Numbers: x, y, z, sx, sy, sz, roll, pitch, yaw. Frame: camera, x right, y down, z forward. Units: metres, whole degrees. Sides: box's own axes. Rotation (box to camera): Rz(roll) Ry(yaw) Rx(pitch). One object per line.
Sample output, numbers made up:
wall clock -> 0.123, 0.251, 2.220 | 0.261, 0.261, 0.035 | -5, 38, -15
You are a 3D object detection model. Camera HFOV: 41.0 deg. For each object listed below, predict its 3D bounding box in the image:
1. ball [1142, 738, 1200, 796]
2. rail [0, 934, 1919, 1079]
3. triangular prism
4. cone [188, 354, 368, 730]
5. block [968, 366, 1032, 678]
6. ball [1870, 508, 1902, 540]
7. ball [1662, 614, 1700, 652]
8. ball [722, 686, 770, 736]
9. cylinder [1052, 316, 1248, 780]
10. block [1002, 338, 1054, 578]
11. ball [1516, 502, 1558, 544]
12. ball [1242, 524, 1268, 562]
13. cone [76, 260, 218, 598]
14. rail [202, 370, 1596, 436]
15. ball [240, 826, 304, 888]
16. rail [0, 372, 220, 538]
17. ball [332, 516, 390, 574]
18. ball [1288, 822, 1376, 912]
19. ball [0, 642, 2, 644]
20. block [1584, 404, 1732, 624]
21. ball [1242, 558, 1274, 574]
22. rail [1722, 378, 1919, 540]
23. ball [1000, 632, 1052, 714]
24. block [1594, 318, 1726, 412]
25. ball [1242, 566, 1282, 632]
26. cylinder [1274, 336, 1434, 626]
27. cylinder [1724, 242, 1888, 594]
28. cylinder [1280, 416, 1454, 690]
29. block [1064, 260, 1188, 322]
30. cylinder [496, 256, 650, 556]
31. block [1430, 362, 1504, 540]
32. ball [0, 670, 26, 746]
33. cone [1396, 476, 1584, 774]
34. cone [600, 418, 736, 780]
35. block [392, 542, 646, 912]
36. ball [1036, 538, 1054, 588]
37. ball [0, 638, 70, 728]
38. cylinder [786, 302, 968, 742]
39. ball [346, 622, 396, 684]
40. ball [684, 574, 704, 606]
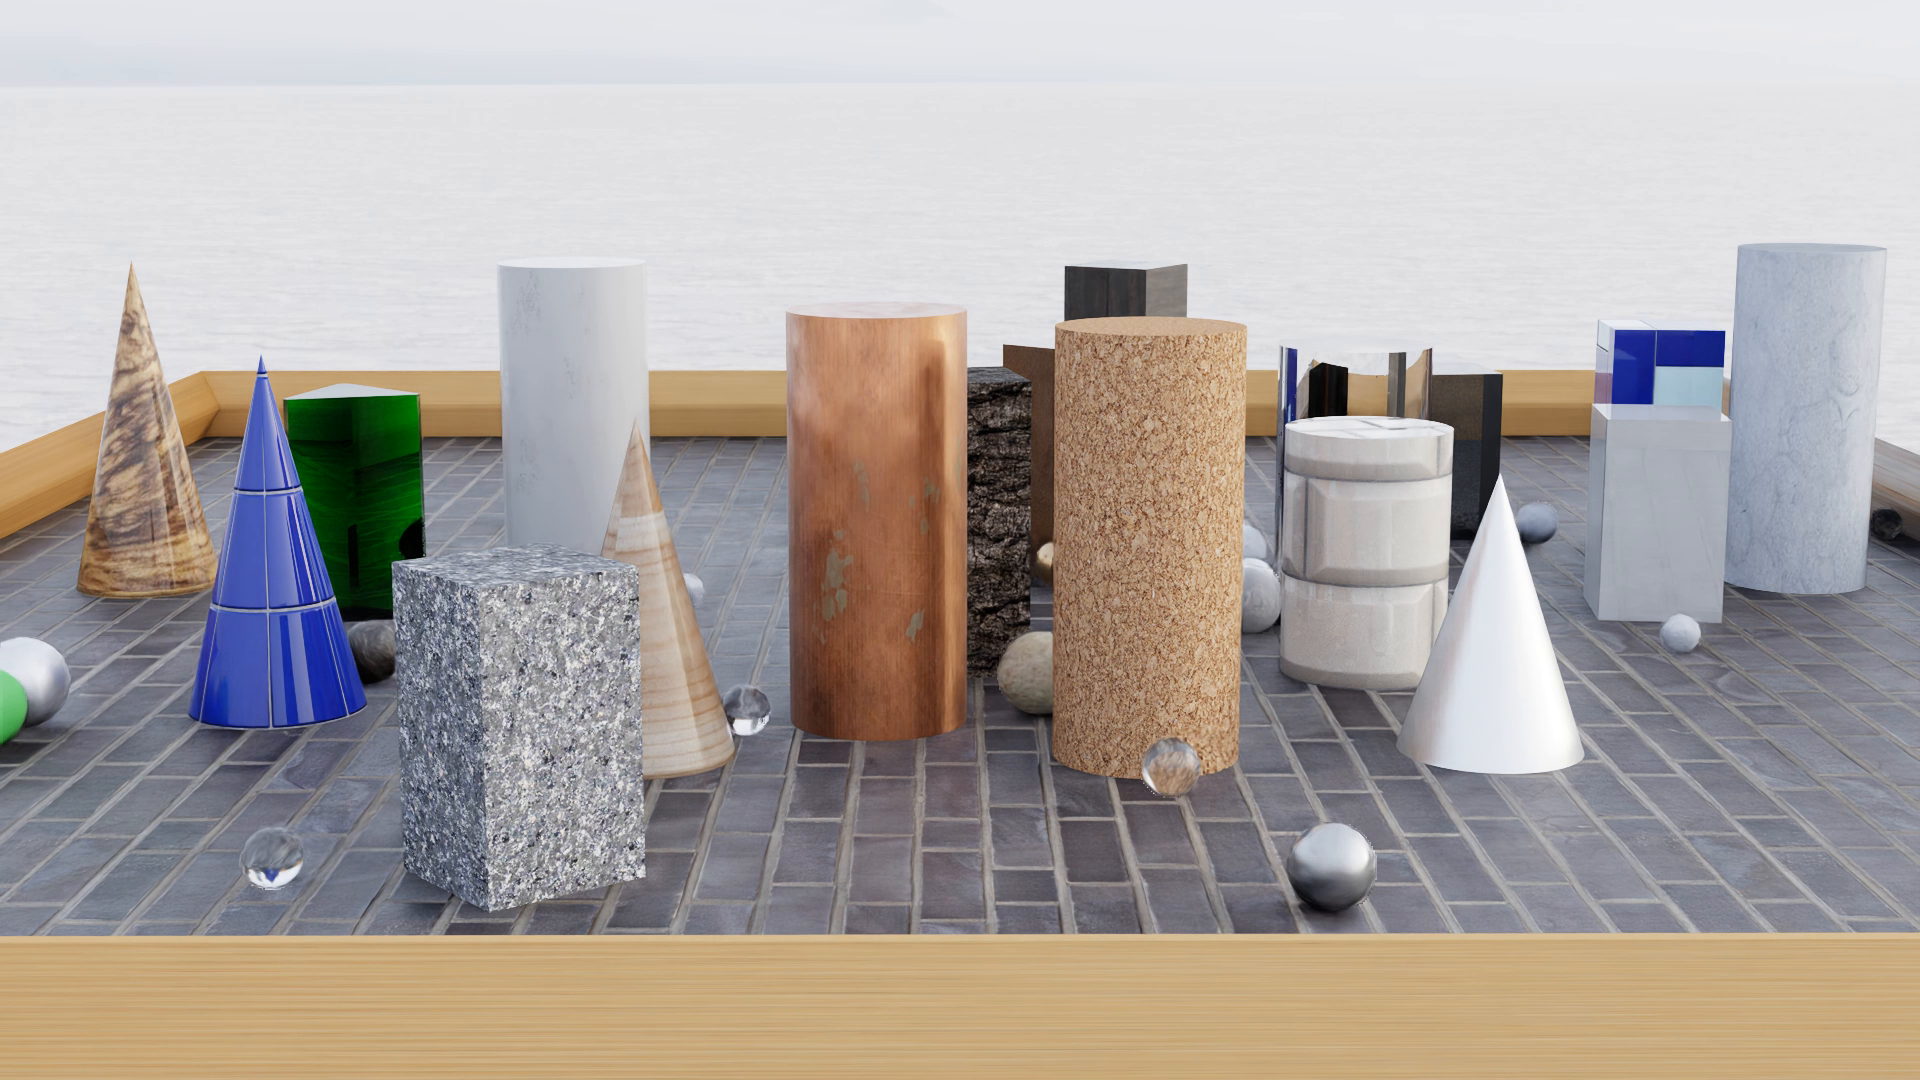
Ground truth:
ball -> 0.213, 0.229, 2.591 | 0.059, 0.059, 0.059 | 0, 10, 0
rail -> 0.010, 0.335, 1.816 | 2.990, 0.130, 0.045 | 0, 10, 0
triangular prism -> -0.819, -0.053, 3.456 | 0.173, 0.300, 0.150 | -3, 11, -18
cone -> -0.783, -0.008, 2.911 | 0.200, 0.409, 0.200 | 0, 10, 0
block -> -0.009, -0.024, 3.135 | 0.160, 0.358, 0.160 | -2, 11, -11
ball -> 1.443, -0.025, 3.997 | 0.048, 0.048, 0.048 | 0, 10, 0
ball -> 0.906, 0.117, 3.225 | 0.048, 0.048, 0.048 | 0, 10, 0
ball -> -0.237, 0.187, 2.825 | 0.055, 0.055, 0.055 | 0, 10, 0
cylinder -> 0.199, 0.003, 2.710 | 0.200, 0.460, 0.200 | 0, 10, 0
block -> 0.174, -0.119, 3.718 | 0.160, 0.333, 0.160 | 9, 14, 40
ball -> 0.888, -0.026, 3.954 | 0.064, 0.064, 0.064 | 0, 10, 0
ball -> 0.404, 0.015, 3.699 | 0.077, 0.077, 0.077 | 0, 10, 0
cone -> -1.153, -0.164, 3.610 | 0.200, 0.462, 0.200 | 0, 10, 0
rail -> -0.010, -0.268, 5.081 | 2.990, 0.130, 0.045 | 0, 10, 0
ball -> -0.617, 0.285, 2.301 | 0.055, 0.055, 0.055 | 0, 10, 0
rail -> -1.471, 0.035, 3.440 | 0.045, 0.130, 3.368 | 0, 10, 0
ball -> -0.869, 0.007, 3.727 | 0.082, 0.082, 0.082 | 0, 10, 0
ball -> 0.324, 0.285, 2.239 | 0.076, 0.076, 0.076 | 0, 10, 0
ball -> -1.123, 0.148, 3.031 | 0.057, 0.057, 0.057 | 0, 10, 0
block -> 0.938, -0.039, 3.459 | 0.160, 0.269, 0.160 | 1, 11, 6
ball -> 0.393, 0.061, 3.462 | 0.073, 0.073, 0.073 | 0, 10, 0
rail -> 1.471, 0.032, 3.457 | 0.045, 0.130, 3.368 | 0, 10, 0
ball -> 0.092, 0.151, 2.914 | 0.095, 0.095, 0.095 | 0, 10, 0
block -> 1.049, -0.153, 3.873 | 0.160, 0.344, 0.160 | 1, 11, 5
ball -> 0.377, 0.077, 3.337 | 0.087, 0.087, 0.087 | 0, 10, 0
cylinder -> 0.516, -0.074, 3.376 | 0.200, 0.368, 0.200 | 0, 10, 0
cylinder -> 1.194, -0.176, 3.638 | 0.200, 0.475, 0.200 | 0, 10, 0
cylinder -> 0.490, 0.012, 3.101 | 0.200, 0.300, 0.200 | 0, 10, 0
block -> 0.291, -0.293, 4.523 | 0.160, 0.384, 0.160 | 6, 12, 31
cylinder -> -0.522, -0.144, 3.490 | 0.200, 0.466, 0.200 | 0, 10, 0
block -> 0.749, -0.142, 4.045 | 0.160, 0.259, 0.160 | -1, 11, -6
ball -> -1.053, 0.181, 2.762 | 0.091, 0.091, 0.091 | 0, 10, 0
cone -> 0.572, 0.077, 2.744 | 0.200, 0.302, 0.200 | 0, 10, 0
cone -> -0.339, 0.050, 2.714 | 0.200, 0.366, 0.200 | 0, 10, 0
block -> -0.398, 0.163, 2.319 | 0.160, 0.287, 0.160 | -8, 13, -38
ball -> 0.143, 0.032, 3.616 | 0.073, 0.073, 0.073 | 0, 10, 0
ball -> -1.044, 0.159, 2.858 | 0.100, 0.100, 0.100 | 0, 10, 0
cylinder -> -0.092, -0.026, 2.859 | 0.200, 0.462, 0.200 | 0, 10, 0
ball -> -0.704, 0.134, 3.062 | 0.074, 0.074, 0.074 | 0, 10, 0
ball -> -0.371, 0.069, 3.490 | 0.047, 0.047, 0.047 | 0, 10, 0
